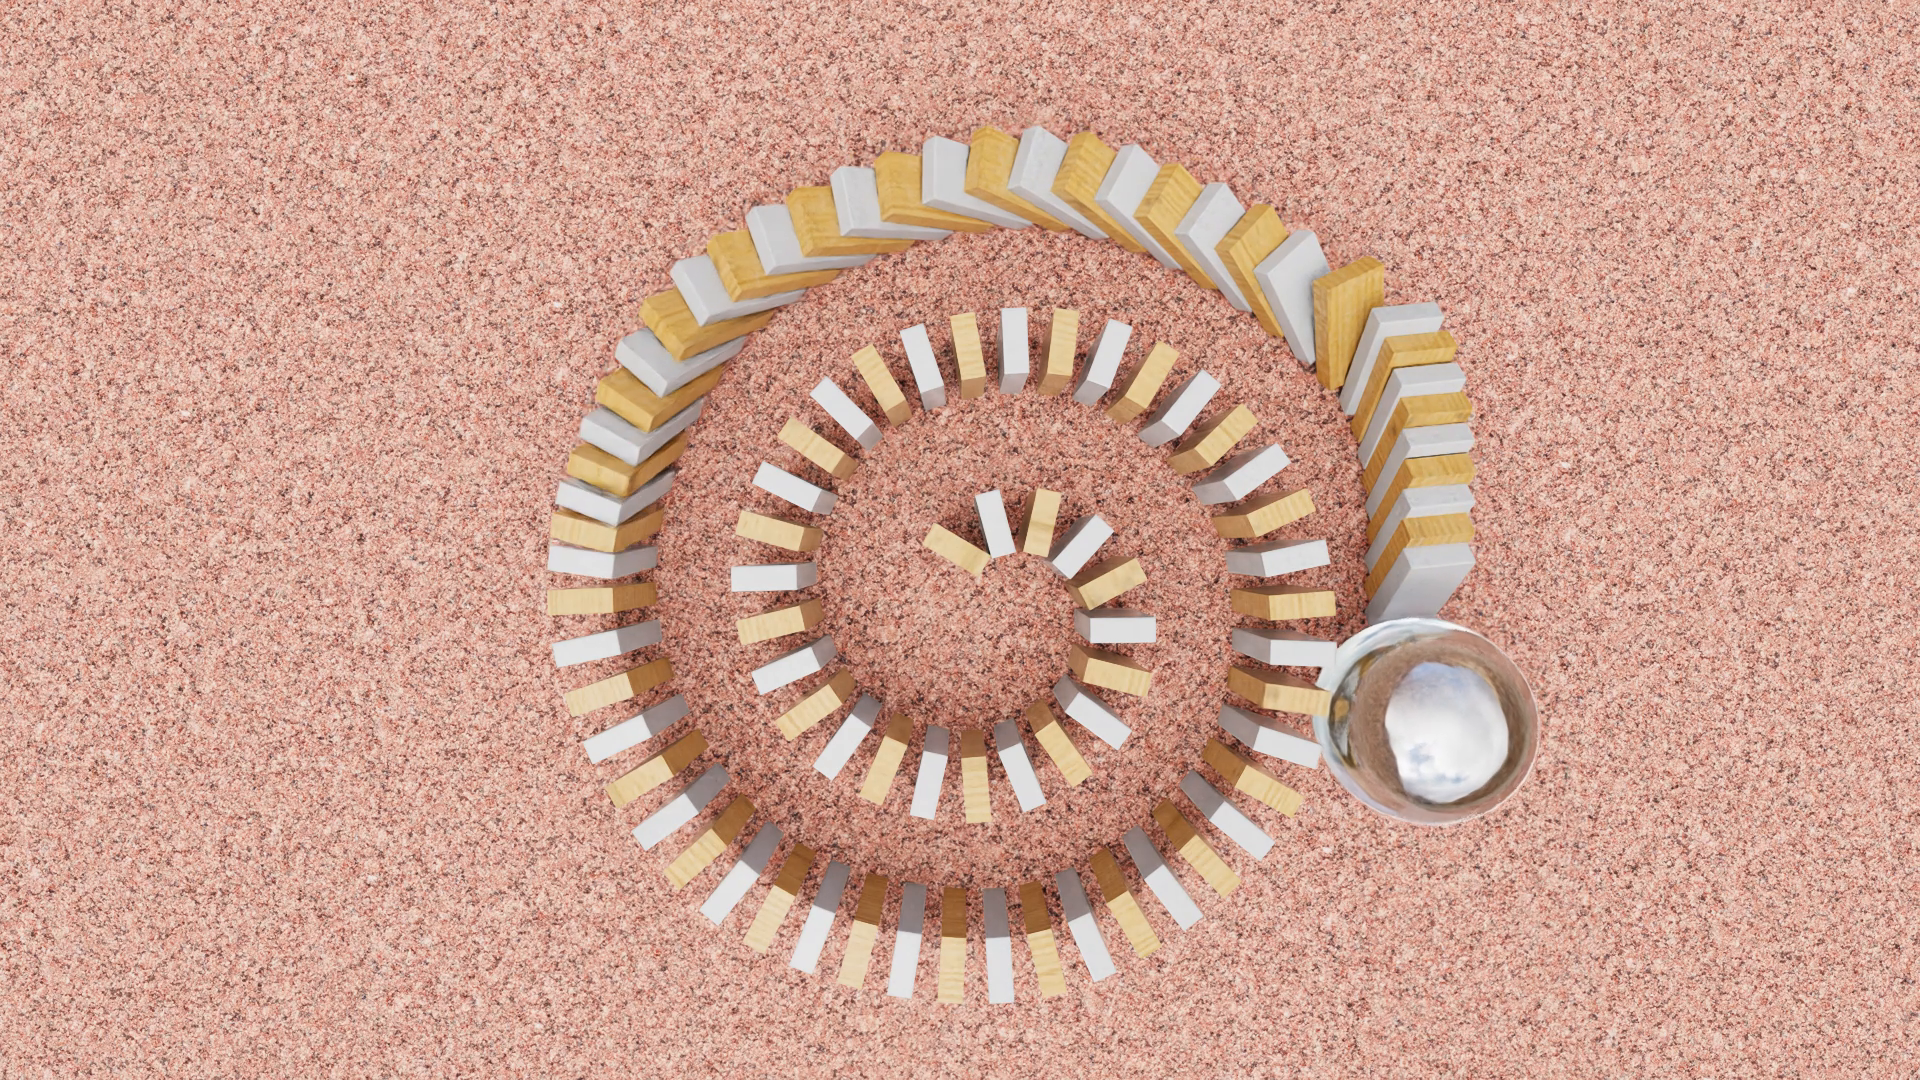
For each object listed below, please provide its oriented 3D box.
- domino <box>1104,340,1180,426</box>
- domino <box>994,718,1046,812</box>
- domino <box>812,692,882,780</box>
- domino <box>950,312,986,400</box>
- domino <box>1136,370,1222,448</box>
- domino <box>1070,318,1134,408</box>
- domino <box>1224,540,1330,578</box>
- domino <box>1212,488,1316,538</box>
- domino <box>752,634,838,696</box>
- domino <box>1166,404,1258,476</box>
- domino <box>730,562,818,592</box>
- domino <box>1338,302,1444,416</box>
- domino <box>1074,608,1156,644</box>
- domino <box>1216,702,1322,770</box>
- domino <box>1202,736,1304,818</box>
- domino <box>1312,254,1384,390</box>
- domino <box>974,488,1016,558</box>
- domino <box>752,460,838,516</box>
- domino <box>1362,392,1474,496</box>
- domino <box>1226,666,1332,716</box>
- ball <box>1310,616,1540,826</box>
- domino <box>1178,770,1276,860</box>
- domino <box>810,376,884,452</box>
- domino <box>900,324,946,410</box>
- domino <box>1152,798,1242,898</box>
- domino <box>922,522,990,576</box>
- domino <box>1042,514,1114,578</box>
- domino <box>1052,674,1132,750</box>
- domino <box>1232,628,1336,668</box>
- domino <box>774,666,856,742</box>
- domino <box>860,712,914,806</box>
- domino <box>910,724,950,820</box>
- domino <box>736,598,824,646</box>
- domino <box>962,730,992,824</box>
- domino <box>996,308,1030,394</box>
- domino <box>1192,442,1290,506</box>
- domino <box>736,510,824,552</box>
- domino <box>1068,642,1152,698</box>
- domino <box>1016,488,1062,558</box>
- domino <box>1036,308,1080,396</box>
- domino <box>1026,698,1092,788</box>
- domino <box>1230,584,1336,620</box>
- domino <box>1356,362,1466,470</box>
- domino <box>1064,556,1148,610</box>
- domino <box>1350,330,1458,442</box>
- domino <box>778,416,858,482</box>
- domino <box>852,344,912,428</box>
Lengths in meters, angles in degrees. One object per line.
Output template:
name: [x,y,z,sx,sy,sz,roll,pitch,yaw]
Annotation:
domino: [0.074,-0.063,0.375,0.010,0.050,0.025,31,90,0]
domino: [0.024,0.091,0.375,0.010,0.050,0.025,-23,90,0]
domino: [-0.045,0.079,0.375,0.010,0.050,0.025,36,90,0]
domino: [0.003,-0.074,0.375,0.009,0.050,0.025,-11,90,0]
domino: [0.088,-0.053,0.375,0.010,0.050,0.025,39,90,0]
domino: [0.057,-0.071,0.375,0.010,0.050,0.025,21,90,0]
domino: [0.128,0.007,0.375,0.025,0.050,0.010,-12,90,0]
domino: [0.123,-0.010,0.375,0.025,0.050,0.009,-24,90,0]
domino: [-0.067,0.050,0.375,0.025,0.050,0.010,-23,90,0]
domino: [0.102,-0.040,0.375,0.025,0.050,0.010,-44,90,0]
domino: [-0.075,0.015,0.375,0.025,0.050,0.010,-2,90,0]
domino: [0.176,-0.074,0.377,0.025,0.050,0.010,-6,53,0]
domino: [0.062,0.034,0.375,0.025,0.050,0.009,-1,90,0]
domino: [0.125,0.079,0.375,0.025,0.050,0.009,17,90,0]
domino: [0.118,0.096,0.375,0.025,0.050,0.010,29,90,0]
domino: [0.161,-0.089,0.379,0.025,0.010,0.050,-25,133,-1]
domino: [0.014,-0.006,0.375,0.010,0.050,0.025,-15,90,0]
domino: [-0.066,-0.021,0.375,0.025,0.050,0.009,26,90,0]
domino: [0.187,-0.039,0.377,0.025,0.050,0.010,-5,54,-1]
domino: [0.129,0.061,0.375,0.025,0.050,0.010,8,90,1]
ball: [0.181,0.070,0.360,0.080,0.080,0.080,0,90,0]
domino: [0.108,0.111,0.375,0.025,0.050,0.009,39,90,0]
domino: [-0.045,-0.050,0.375,0.025,0.050,0.009,44,90,0]
domino: [-0.015,-0.070,0.375,0.009,0.050,0.025,-19,90,0]
domino: [0.096,0.125,0.375,0.010,0.050,0.025,-44,90,0]
domino: [-0.001,0.004,0.375,0.025,0.050,0.010,30,90,0]
domino: [0.047,0.003,0.375,0.009,0.050,0.025,42,90,0]
domino: [0.053,0.069,0.375,0.025,0.050,0.009,36,90,0]
domino: [0.131,0.043,0.375,0.025,0.050,0.009,2,90,0]
domino: [-0.058,0.066,0.375,0.025,0.050,0.010,-35,90,0]
domino: [-0.029,0.088,0.375,0.009,0.050,0.025,23,90,0]
domino: [-0.012,0.094,0.375,0.010,0.050,0.025,13,90,0]
domino: [-0.072,0.033,0.375,0.025,0.050,0.010,-14,90,0]
domino: [0.006,0.095,0.375,0.010,0.050,0.025,-5,90,0]
domino: [0.021,-0.076,0.375,0.010,0.050,0.025,-3,90,0]
domino: [0.114,-0.026,0.375,0.025,0.050,0.009,-36,90,0]
domino: [-0.073,-0.003,0.375,0.025,0.050,0.009,15,90,0]
domino: [0.060,0.053,0.375,0.025,0.050,0.010,14,90,0]
domino: [0.032,-0.007,0.375,0.009,0.050,0.025,13,90,0]
domino: [0.039,-0.076,0.375,0.010,0.050,0.025,7,90,0]
domino: [0.040,0.082,0.375,0.010,0.050,0.025,-36,90,0]
domino: [0.131,0.025,0.375,0.025,0.050,0.009,-4,90,0]
domino: [0.184,-0.050,0.377,0.025,0.050,0.009,-6,54,0]
domino: [0.058,0.017,0.375,0.025,0.050,0.009,-28,90,0]
domino: [0.181,-0.062,0.377,0.025,0.050,0.010,-6,53,0]
domino: [-0.057,-0.036,0.375,0.025,0.050,0.009,35,90,0]
domino: [-0.031,-0.062,0.375,0.010,0.050,0.025,-31,90,0]
